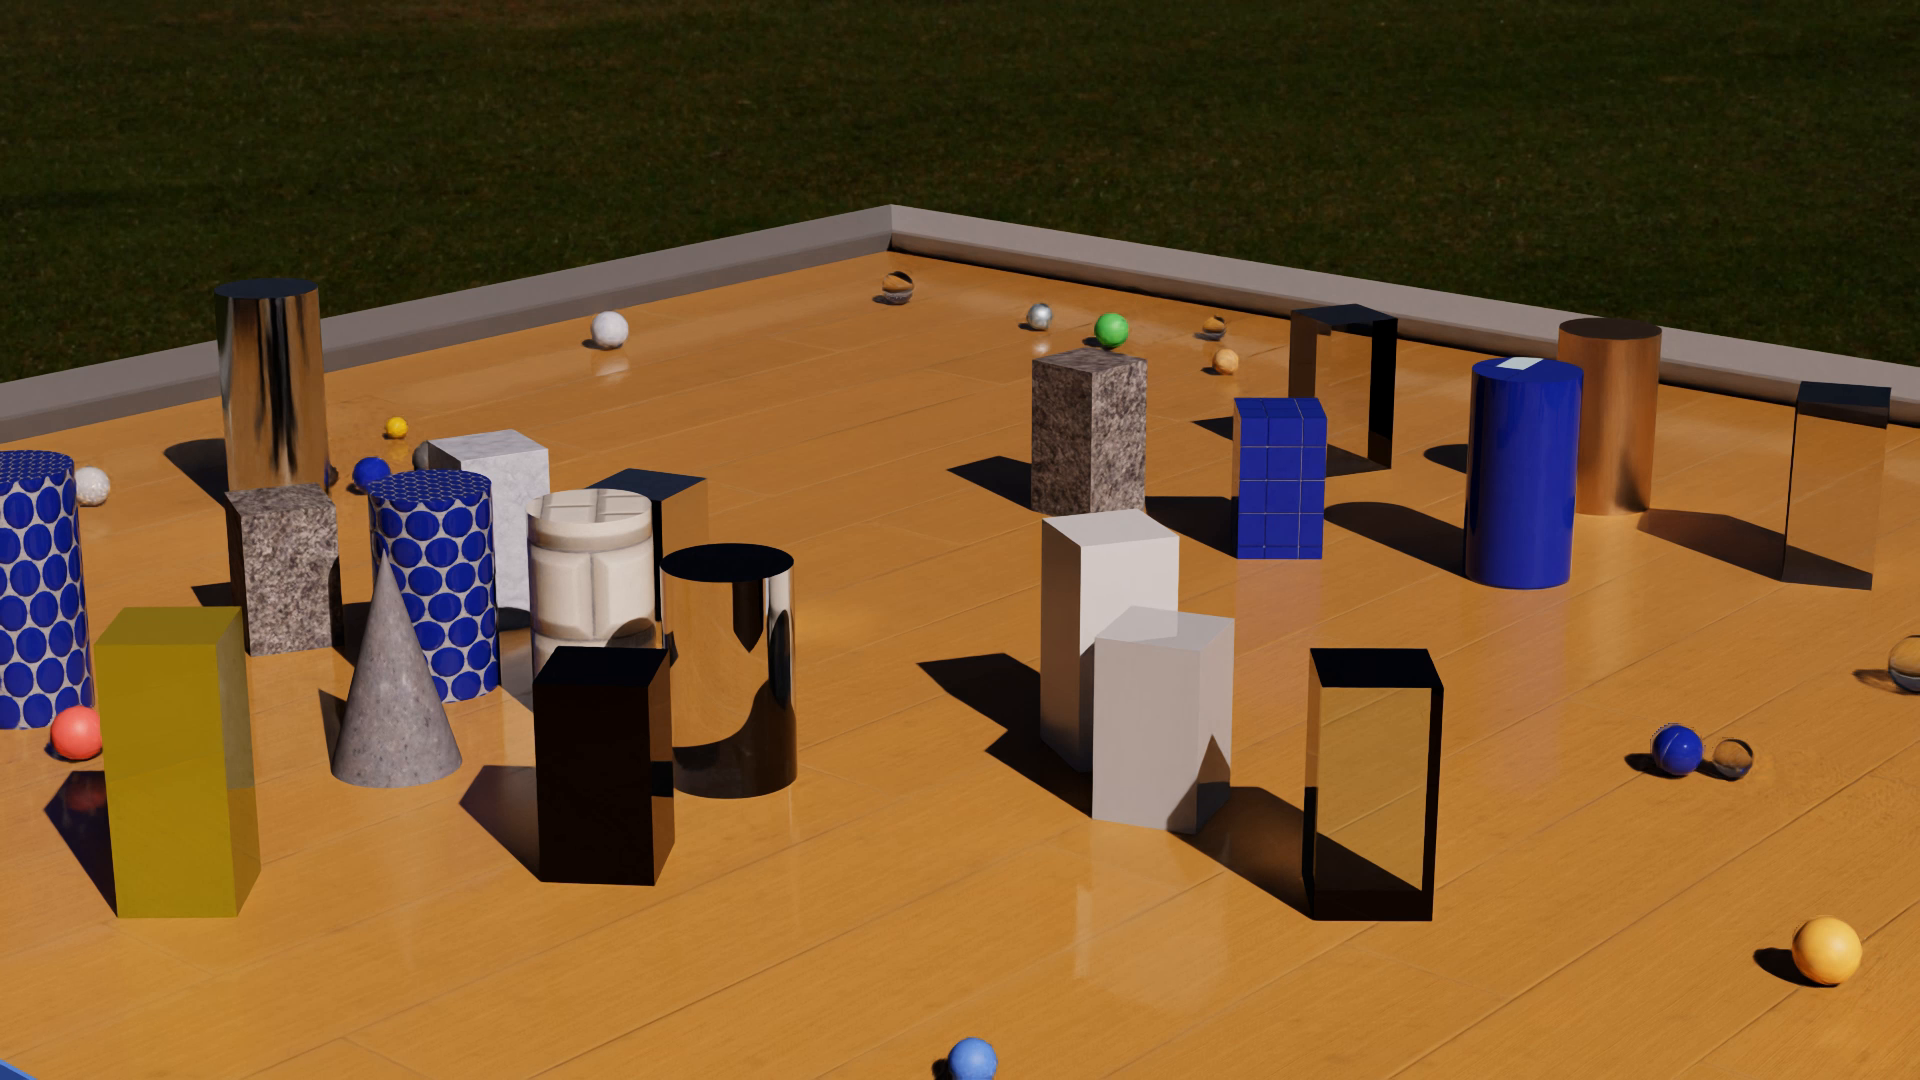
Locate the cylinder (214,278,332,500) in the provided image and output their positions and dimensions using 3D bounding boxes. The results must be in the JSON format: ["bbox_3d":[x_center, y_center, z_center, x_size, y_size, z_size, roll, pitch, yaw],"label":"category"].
[{"bbox_3d":[-1.307,-0.268,5.585,0.193,0.432,0.193,0,17,0],"label":"cylinder"}]

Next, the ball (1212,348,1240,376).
[{"bbox_3d":[0.606,-0.406,6.684,0.062,0.062,0.062,0,17,0],"label":"ball"}]

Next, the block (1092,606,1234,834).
[{"bbox_3d":[0.287,0.252,4.140,0.154,0.271,0.154,7,18,22],"label":"block"}]

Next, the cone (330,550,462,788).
[{"bbox_3d":[-0.834,0.171,4.295,0.193,0.336,0.193,0,17,0],"label":"cone"}]

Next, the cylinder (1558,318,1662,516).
[{"bbox_3d":[1.240,-0.238,5.637,0.193,0.345,0.193,0,17,0],"label":"cylinder"}]

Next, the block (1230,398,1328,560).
[{"bbox_3d":[0.581,-0.114,5.364,0.154,0.264,0.154,0,17,0],"label":"block"}]

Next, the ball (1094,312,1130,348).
[{"bbox_3d":[0.360,-0.498,6.951,0.082,0.082,0.082,0,17,0],"label":"ball"}]

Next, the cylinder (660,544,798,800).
[{"bbox_3d":[-0.335,0.188,4.256,0.193,0.326,0.193,0,17,0],"label":"cylinder"}]

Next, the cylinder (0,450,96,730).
[{"bbox_3d":[-1.449,0.075,4.519,0.193,0.391,0.193,0,17,0],"label":"cylinder"}]

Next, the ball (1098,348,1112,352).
[{"bbox_3d":[0.321,-0.396,6.625,0.075,0.075,0.075,0,17,0],"label":"ball"}]

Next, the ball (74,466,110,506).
[{"bbox_3d":[-1.678,-0.103,5.651,0.078,0.078,0.078,0,17,0],"label":"ball"}]

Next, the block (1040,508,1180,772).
[{"bbox_3d":[0.220,0.147,4.355,0.154,0.347,0.154,-6,18,-19],"label":"block"}]

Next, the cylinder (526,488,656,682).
[{"bbox_3d":[-0.568,0.104,4.532,0.193,0.328,0.193,0,17,0],"label":"cylinder"}]

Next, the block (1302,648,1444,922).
[{"bbox_3d":[0.537,0.319,3.833,0.154,0.321,0.154,0,17,1],"label":"block"}]

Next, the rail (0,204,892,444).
[{"bbox_3d":[-1.625,-0.376,6.471,0.045,0.125,4.431,14,22,39],"label":"rail"}]

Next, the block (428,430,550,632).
[{"bbox_3d":[-0.793,-0.014,4.963,0.154,0.305,0.154,-10,19,-29],"label":"block"}]

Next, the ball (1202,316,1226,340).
[{"bbox_3d":[0.610,-0.507,7.025,0.058,0.058,0.058,0,17,0],"label":"ball"}]

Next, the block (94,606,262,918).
[{"bbox_3d":[-1.020,0.290,3.834,0.154,0.376,0.154,0,17,-1],"label":"block"}]

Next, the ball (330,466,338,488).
[{"bbox_3d":[-1.249,-0.126,5.780,0.047,0.047,0.047,0,17,0],"label":"ball"}]

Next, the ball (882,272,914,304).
[{"bbox_3d":[-0.157,-0.638,7.416,0.081,0.081,0.081,0,17,0],"label":"ball"}]

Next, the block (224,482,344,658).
[{"bbox_3d":[-1.122,0.048,4.869,0.154,0.241,0.154,-7,18,-22],"label":"block"}]

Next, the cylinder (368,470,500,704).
[{"bbox_3d":[-0.831,0.072,4.639,0.193,0.328,0.193,0,17,0],"label":"cylinder"}]

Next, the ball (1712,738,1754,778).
[{"bbox_3d":[1.130,0.319,4.285,0.059,0.059,0.059,0,17,0],"label":"ball"}]

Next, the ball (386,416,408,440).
[{"bbox_3d":[-1.180,-0.235,6.141,0.047,0.047,0.047,0,17,0],"label":"ball"}]

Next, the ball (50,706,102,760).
[{"bbox_3d":[-1.309,0.287,4.355,0.080,0.080,0.080,0,17,0],"label":"ball"}]

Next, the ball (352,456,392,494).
[{"bbox_3d":[-1.149,-0.126,5.732,0.075,0.075,0.075,0,17,0],"label":"ball"}]

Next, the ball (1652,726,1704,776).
[{"bbox_3d":[1.050,0.309,4.292,0.074,0.074,0.074,0,17,0],"label":"ball"}]

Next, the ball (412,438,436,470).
[{"bbox_3d":[-1.044,-0.158,5.822,0.085,0.085,0.085,0,17,0],"label":"ball"}]

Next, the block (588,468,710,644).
[{"bbox_3d":[-0.527,0.025,4.931,0.154,0.248,0.154,8,18,24],"label":"block"}]

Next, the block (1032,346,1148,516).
[{"bbox_3d":[0.245,-0.199,5.589,0.154,0.298,0.154,16,23,43],"label":"block"}]

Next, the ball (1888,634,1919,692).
[{"bbox_3d":[1.515,0.196,4.636,0.092,0.092,0.092,0,17,0],"label":"ball"}]

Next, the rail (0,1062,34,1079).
[{"bbox_3d":[-1.437,0.510,3.536,4.350,0.125,0.045,14,22,39],"label":"rail"}]

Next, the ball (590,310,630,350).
[{"bbox_3d":[-0.828,-0.497,6.932,0.091,0.091,0.091,0,17,0],"label":"ball"}]

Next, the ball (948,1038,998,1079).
[{"bbox_3d":[0.014,0.599,3.360,0.057,0.057,0.057,0,17,0],"label":"ball"}]

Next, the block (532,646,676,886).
[{"bbox_3d":[-0.478,0.303,3.952,0.154,0.282,0.154,1,17,5],"label":"block"}]

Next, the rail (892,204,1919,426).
[{"bbox_3d":[1.437,-0.447,6.705,4.350,0.125,0.045,14,22,39],"label":"rail"}]

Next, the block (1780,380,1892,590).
[{"bbox_3d":[1.552,-0.098,5.195,0.154,0.331,0.154,6,18,18],"label":"block"}]

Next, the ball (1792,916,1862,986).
[{"bbox_3d":[1.070,0.507,3.619,0.083,0.083,0.083,0,17,0],"label":"ball"}]

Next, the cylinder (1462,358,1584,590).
[{"bbox_3d":[0.994,-0.118,5.188,0.193,0.375,0.193,0,17,0],"label":"cylinder"}]

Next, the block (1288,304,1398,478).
[{"bbox_3d":[0.768,-0.303,5.910,0.154,0.311,0.154,-8,18,-24],"label":"block"}]

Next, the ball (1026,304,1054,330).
[{"bbox_3d":[0.195,-0.543,7.130,0.065,0.065,0.065,0,17,0],"label":"ball"}]
